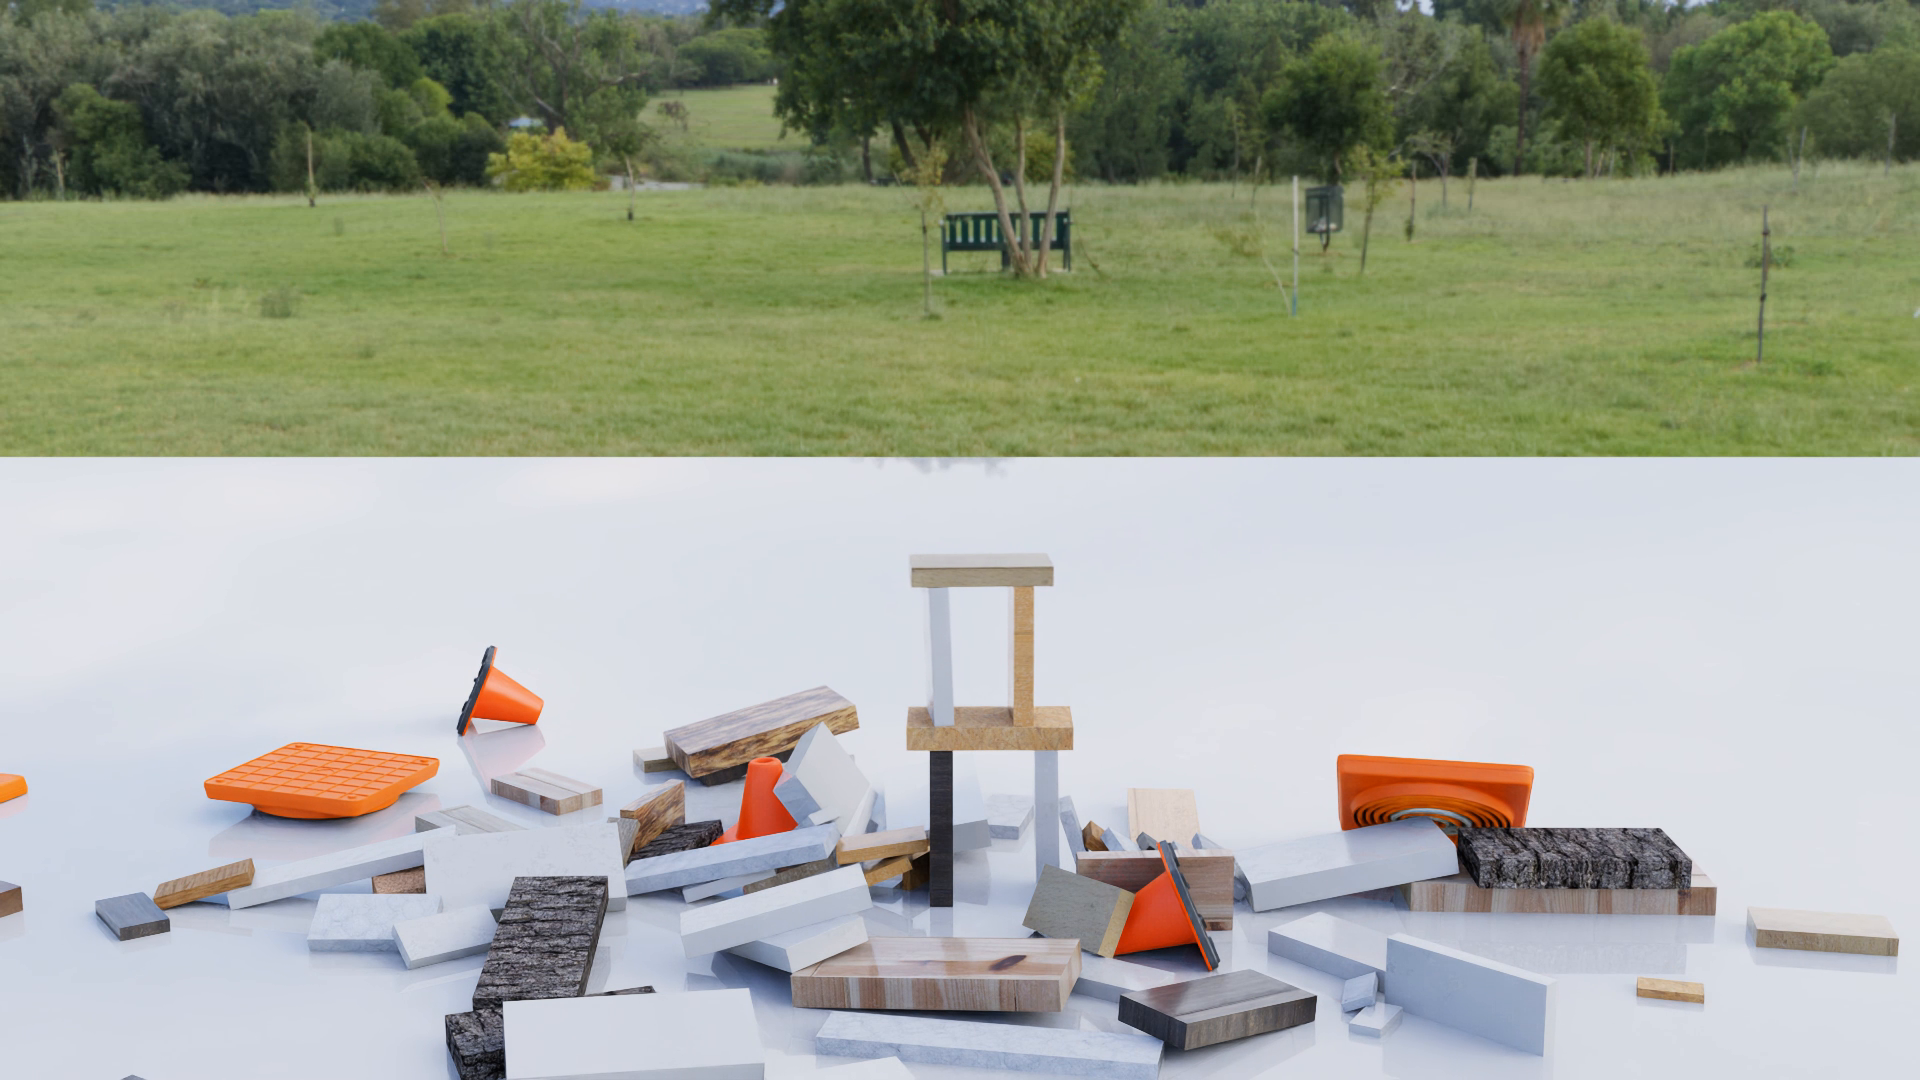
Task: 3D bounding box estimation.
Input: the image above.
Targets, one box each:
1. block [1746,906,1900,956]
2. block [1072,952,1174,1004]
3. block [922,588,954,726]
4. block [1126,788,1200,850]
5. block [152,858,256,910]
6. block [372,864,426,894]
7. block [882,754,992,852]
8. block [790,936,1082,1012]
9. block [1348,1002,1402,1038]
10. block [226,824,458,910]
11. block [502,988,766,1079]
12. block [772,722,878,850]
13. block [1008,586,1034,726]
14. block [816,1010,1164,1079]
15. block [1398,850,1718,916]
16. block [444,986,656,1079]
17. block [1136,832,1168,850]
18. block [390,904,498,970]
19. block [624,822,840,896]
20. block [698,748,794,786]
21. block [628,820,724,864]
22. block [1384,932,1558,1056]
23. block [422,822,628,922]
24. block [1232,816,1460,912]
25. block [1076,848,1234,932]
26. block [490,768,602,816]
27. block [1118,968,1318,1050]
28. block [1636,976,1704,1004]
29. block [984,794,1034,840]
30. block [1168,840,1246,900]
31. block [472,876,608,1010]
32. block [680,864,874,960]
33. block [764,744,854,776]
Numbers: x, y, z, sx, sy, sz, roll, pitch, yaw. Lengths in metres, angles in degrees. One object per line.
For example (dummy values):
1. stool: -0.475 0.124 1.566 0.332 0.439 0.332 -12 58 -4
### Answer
1. block: 1.353 0.615 3.456 0.208 0.029 0.104 2 11 11
2. block: 0.215 0.651 3.268 0.184 0.026 0.092 7 12 32
3. block: -0.037 0.178 3.578 0.032 0.228 0.114 -4 11 -6
4. block: 0.367 0.518 3.958 0.124 0.035 0.371 1 11 3
5. block: -1.247 0.568 3.632 0.153 0.022 0.077 -15 13 -10
6. block: -0.821 0.563 3.651 0.292 0.041 0.146 -7 11 -19
7. block: -0.046 0.486 4.014 0.175 0.050 0.411 -10 11 -1
8. block: -0.032 0.634 3.221 0.397 0.047 0.166 -2 10 14
9. block: 0.593 0.683 3.133 0.047 0.013 0.094 6 12 30
10. block: -1.023 0.543 3.660 0.370 0.027 0.095 -13 12 -8
11. block: -0.438 0.676 2.938 0.333 0.047 0.167 0 24 -13
12. block: -0.237 0.453 3.940 0.050 0.175 0.350 -36 6 9
13. block: 0.099 0.178 3.578 0.032 0.228 0.114 -1 11 -3
14. block: 0.041 0.696 3.027 0.471 0.026 0.092 2 11 11
15. block: 0.983 0.568 3.655 0.491 0.048 0.170 0 11 2
16. block: -0.553 0.684 3.049 0.293 0.042 0.147 -4 12 -21
17. block: 0.355 0.538 3.656 0.132 0.019 0.066 35 7 -12
18. block: -0.790 0.612 3.395 0.153 0.022 0.076 -7 43 -35
19. block: -0.386 0.531 3.652 0.369 0.027 0.096 -12 11 13
20. block: -0.420 0.430 4.347 0.210 0.030 0.105 -16 16 -22
21. block: -0.496 0.534 3.838 0.096 0.027 0.193 -10 7 18
22. block: 0.720 0.641 3.111 0.258 0.104 0.029 10 15 44
23. block: -0.709 0.545 3.579 0.314 0.041 0.146 -3 49 -15
24. block: 0.637 0.536 3.657 0.340 0.048 0.170 -11 10 -2
25. block: 0.309 0.559 3.499 0.247 0.124 0.035 -1 11 -3
26. block: -0.788 0.478 4.191 0.210 0.030 0.105 10 14 42
27. block: 0.366 0.661 3.109 0.264 0.037 0.132 -1 9 -40
28. block: 1.046 0.663 3.240 0.094 0.013 0.047 3 11 16
29. block: 0.083 0.508 4.043 0.089 0.025 0.187 2 11 13
30. block: 0.410 0.549 3.654 0.132 0.019 0.066 31 7 -9
31. block: -0.627 0.613 3.323 0.147 0.042 0.405 0 16 -2
32. block: -0.281 0.563 3.342 0.286 0.037 0.132 -15 7 -6
33. block: -0.310 0.440 4.407 0.177 0.025 0.089 -5 11 -23
